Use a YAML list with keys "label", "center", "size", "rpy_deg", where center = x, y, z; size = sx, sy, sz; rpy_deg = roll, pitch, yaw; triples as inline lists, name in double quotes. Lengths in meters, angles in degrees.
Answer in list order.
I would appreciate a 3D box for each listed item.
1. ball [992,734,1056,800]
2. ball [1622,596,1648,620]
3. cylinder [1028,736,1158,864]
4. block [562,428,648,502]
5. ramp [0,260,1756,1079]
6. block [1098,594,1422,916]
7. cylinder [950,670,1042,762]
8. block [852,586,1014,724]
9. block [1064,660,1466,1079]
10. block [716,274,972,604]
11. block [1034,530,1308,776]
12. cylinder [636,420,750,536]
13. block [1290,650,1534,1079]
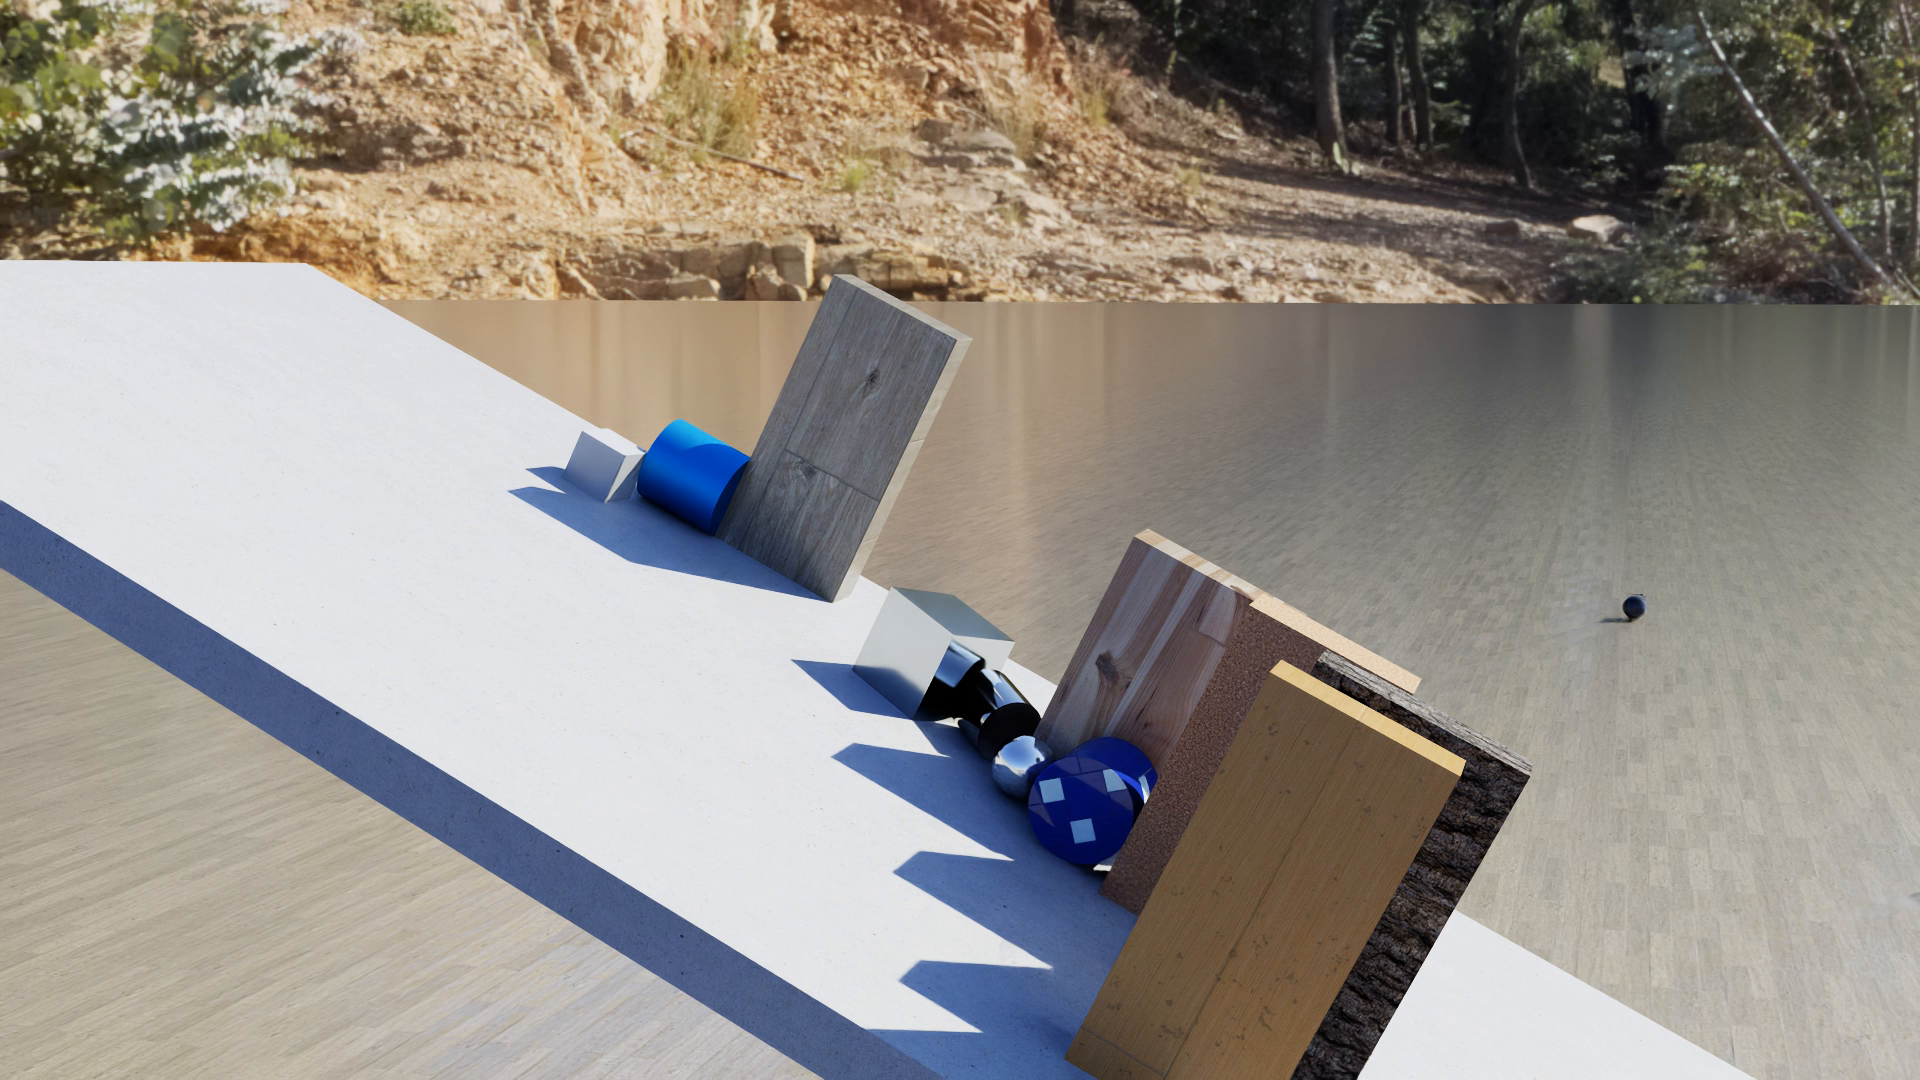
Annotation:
- label: "ball"
  center: [0.123, 0.438, 4.236]
  size: [0.126, 0.126, 0.126]
  rpy_deg: [0, 7, 0]
- label: "ball"
  center: [3.636, 0.363, 11.846]
  size: [0.129, 0.129, 0.129]
  rpy_deg: [0, 7, 0]
- label: "cylinder"
  center: [0.254, 0.487, 4.132]
  size: [0.201, 0.201, 0.201]
  rpy_deg: [2, 6, 19]
- label: "block"
  center: [-0.782, -0.166, 4.858]
  size: [0.116, 0.116, 0.116]
  rpy_deg: [30, 14, 15]
- label: "ramp"
  center: [-0.244, 0.409, 4.159]
  size: [4.000, 0.100, 2.000]
  rpy_deg: [29, 14, 12]
- label: "block"
  center: [0.536, 0.444, 3.951]
  size: [0.319, 0.602, 0.149]
  rpy_deg: [29, 14, 12]
- label: "cylinder"
  center: [0.072, 0.355, 4.419]
  size: [0.141, 0.141, 0.141]
  rpy_deg: [-3, 26, -24]
- label: "block"
  center: [-0.055, 0.238, 4.505]
  size: [0.197, 0.197, 0.197]
  rpy_deg: [36, 17, 37]
- label: "block"
  center: [0.443, 0.549, 3.239]
  size: [0.301, 0.676, 0.105]
  rpy_deg: [29, 14, 12]
- label: "block"
  center: [-0.261, -0.225, 4.880]
  size: [0.314, 0.652, 0.114]
  rpy_deg: [29, 14, 12]
- label: "block"
  center: [0.383, 0.310, 4.274]
  size: [0.351, 0.553, 0.127]
  rpy_deg: [29, 14, 12]
- label: "cylinder"
  center: [-0.590, -0.140, 4.945]
  size: [0.195, 0.195, 0.195]
  rpy_deg: [29, 14, 12]
- label: "block"
  center: [0.606, 0.554, 3.582]
  size: [0.372, 0.643, 0.108]
  rpy_deg: [29, 14, 12]
